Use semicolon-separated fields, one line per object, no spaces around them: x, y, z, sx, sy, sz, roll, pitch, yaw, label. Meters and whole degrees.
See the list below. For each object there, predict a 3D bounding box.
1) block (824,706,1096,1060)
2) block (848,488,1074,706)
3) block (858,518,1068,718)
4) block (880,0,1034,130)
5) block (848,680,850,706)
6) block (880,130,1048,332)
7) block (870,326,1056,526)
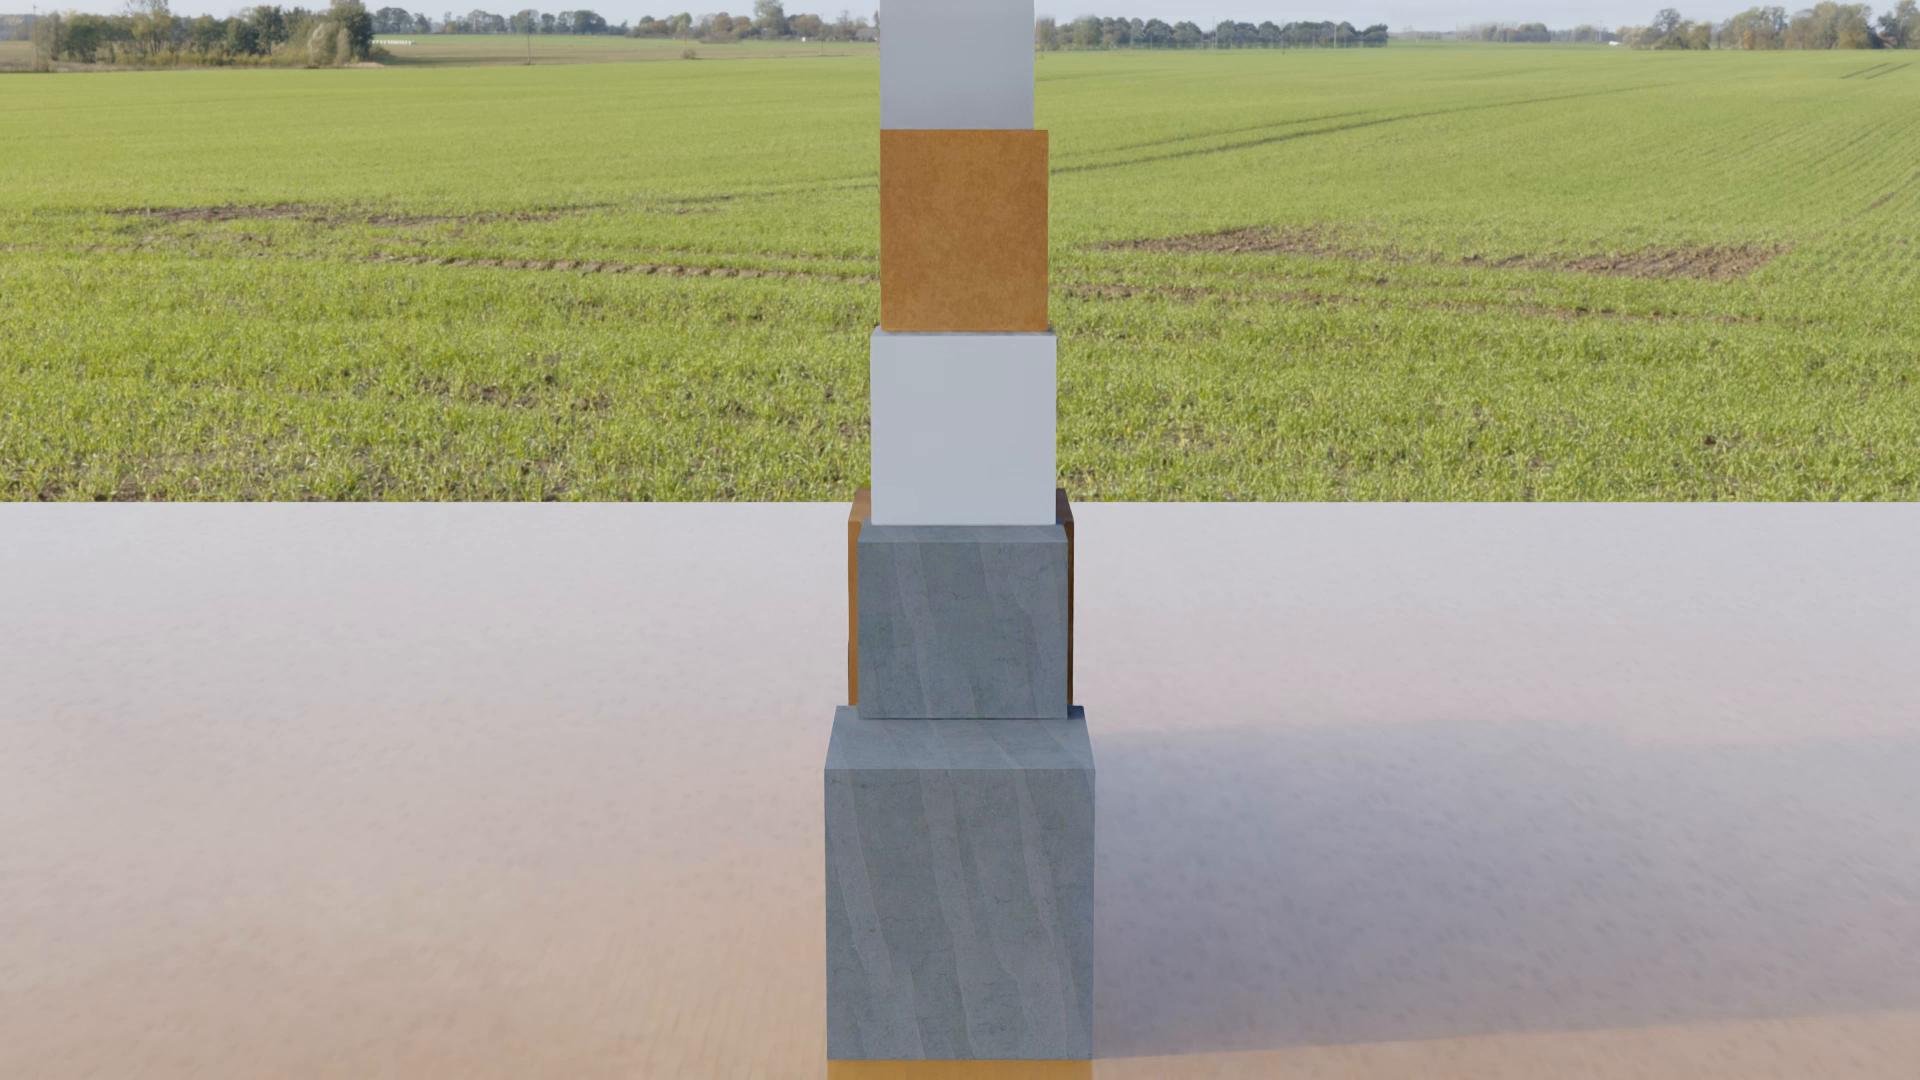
-0.001;1.259;9.610;0.957;1.085;0.928;0;10;0;block
0.004;0.244;10.885;0.914;0.800;0.941;0;9;0;block
0.010;0.292;10.049;0.793;0.672;0.713;0;8;0;block
-0.011;-1.988;10.579;0.619;0.592;0.580;0;8;0;block
-0.005;0.859;12.093;0.994;0.982;1.061;0;10;0;block
0.017;-1.296;10.683;0.674;0.808;0.698;0;8;0;block
0.014;-0.479;10.456;0.726;0.744;0.764;0;8;0;block
